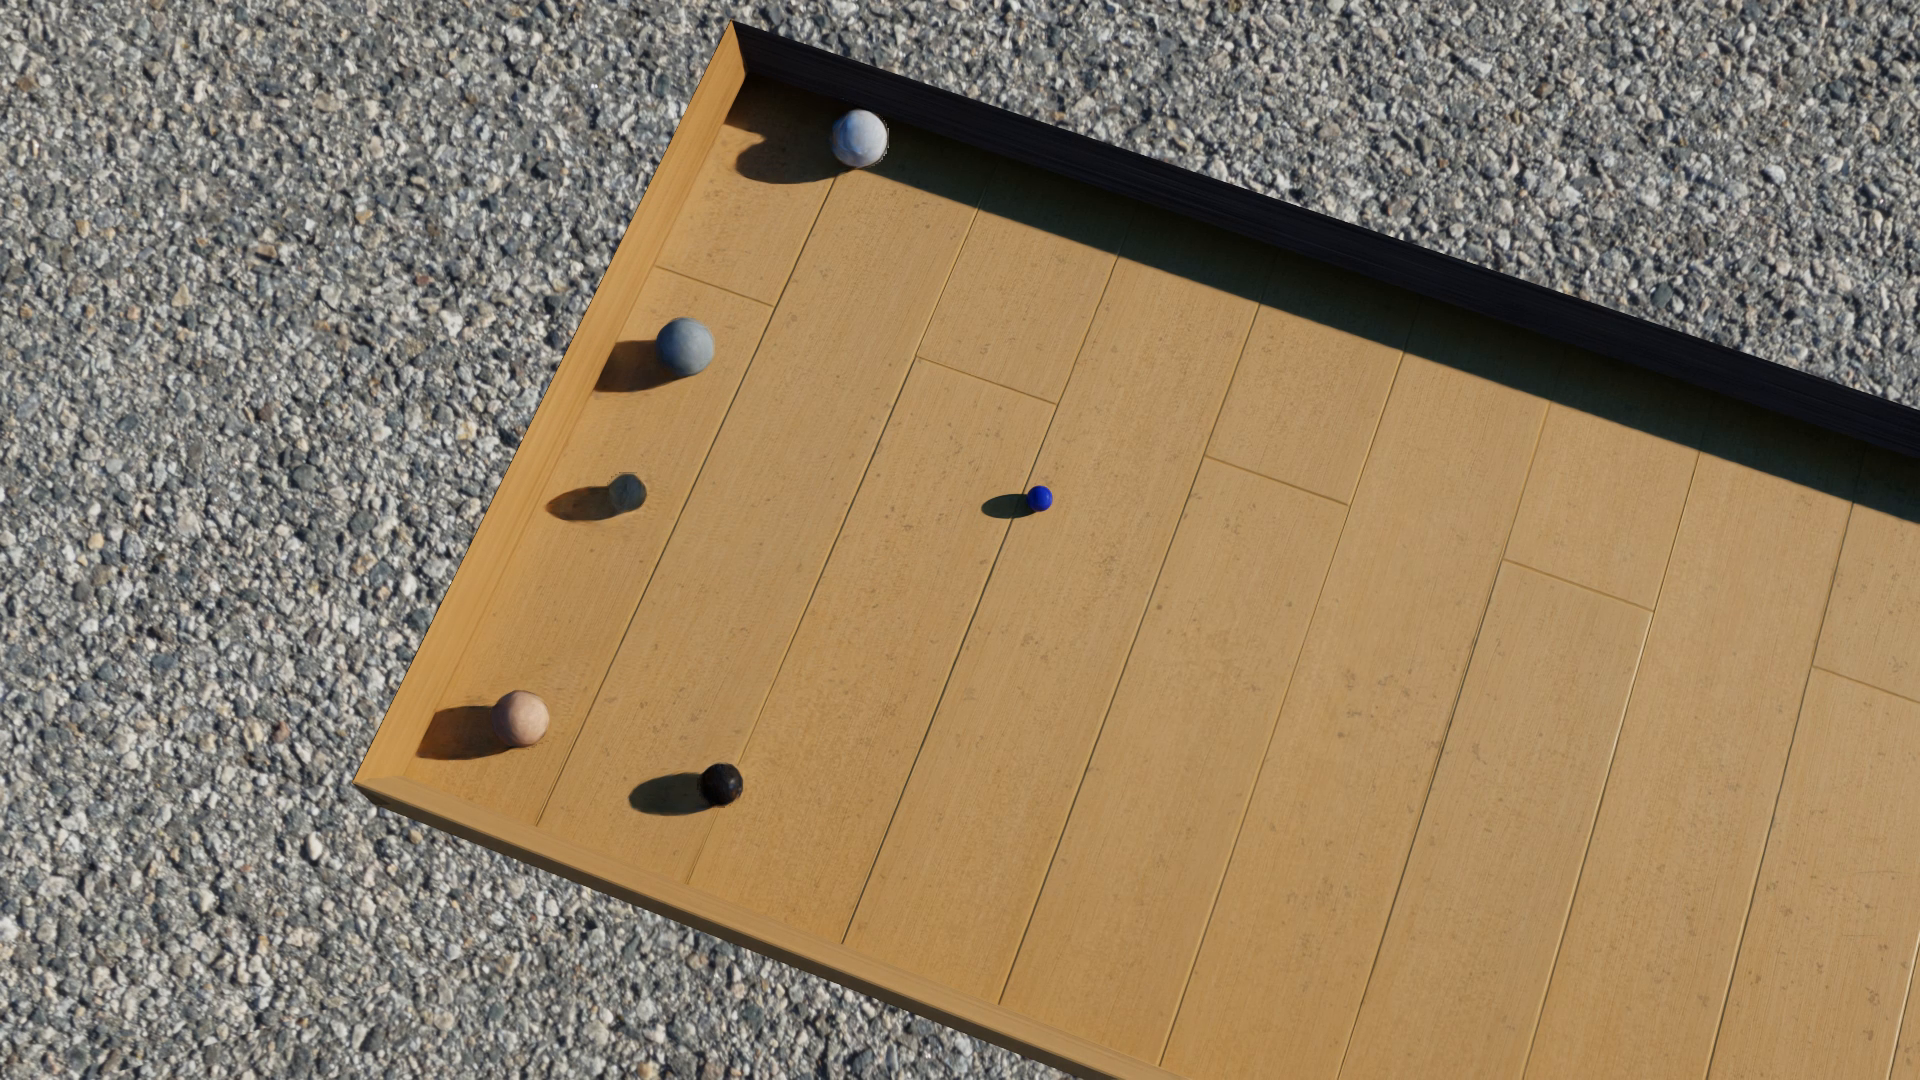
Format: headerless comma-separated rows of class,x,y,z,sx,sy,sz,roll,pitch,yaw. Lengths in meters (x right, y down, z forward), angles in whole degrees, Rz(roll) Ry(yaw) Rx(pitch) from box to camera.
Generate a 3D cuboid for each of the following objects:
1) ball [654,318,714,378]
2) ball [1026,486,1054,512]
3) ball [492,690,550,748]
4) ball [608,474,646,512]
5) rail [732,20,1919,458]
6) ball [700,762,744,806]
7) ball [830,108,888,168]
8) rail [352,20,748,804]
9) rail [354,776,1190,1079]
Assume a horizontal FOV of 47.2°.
ball,-0.449,-0.312,3.577,0.095,0.095,0.095,0,69,0
ball,0.127,-0.066,3.509,0.043,0.043,0.043,0,69,0
ball,-0.670,0.273,3.354,0.088,0.088,0.088,0,69,0
ball,-0.530,-0.075,3.503,0.061,0.061,0.061,0,69,0
rail,0.886,-0.379,3.585,2.745,0.127,0.045,20,70,7
ball,-0.361,0.370,3.328,0.066,0.066,0.066,0,69,0
ball,-0.172,-0.679,3.718,0.098,0.098,0.098,0,69,0
rail,-0.619,-0.231,3.527,0.045,0.127,1.420,20,70,7
rail,0.396,0.816,3.121,2.745,0.127,0.045,20,70,7
